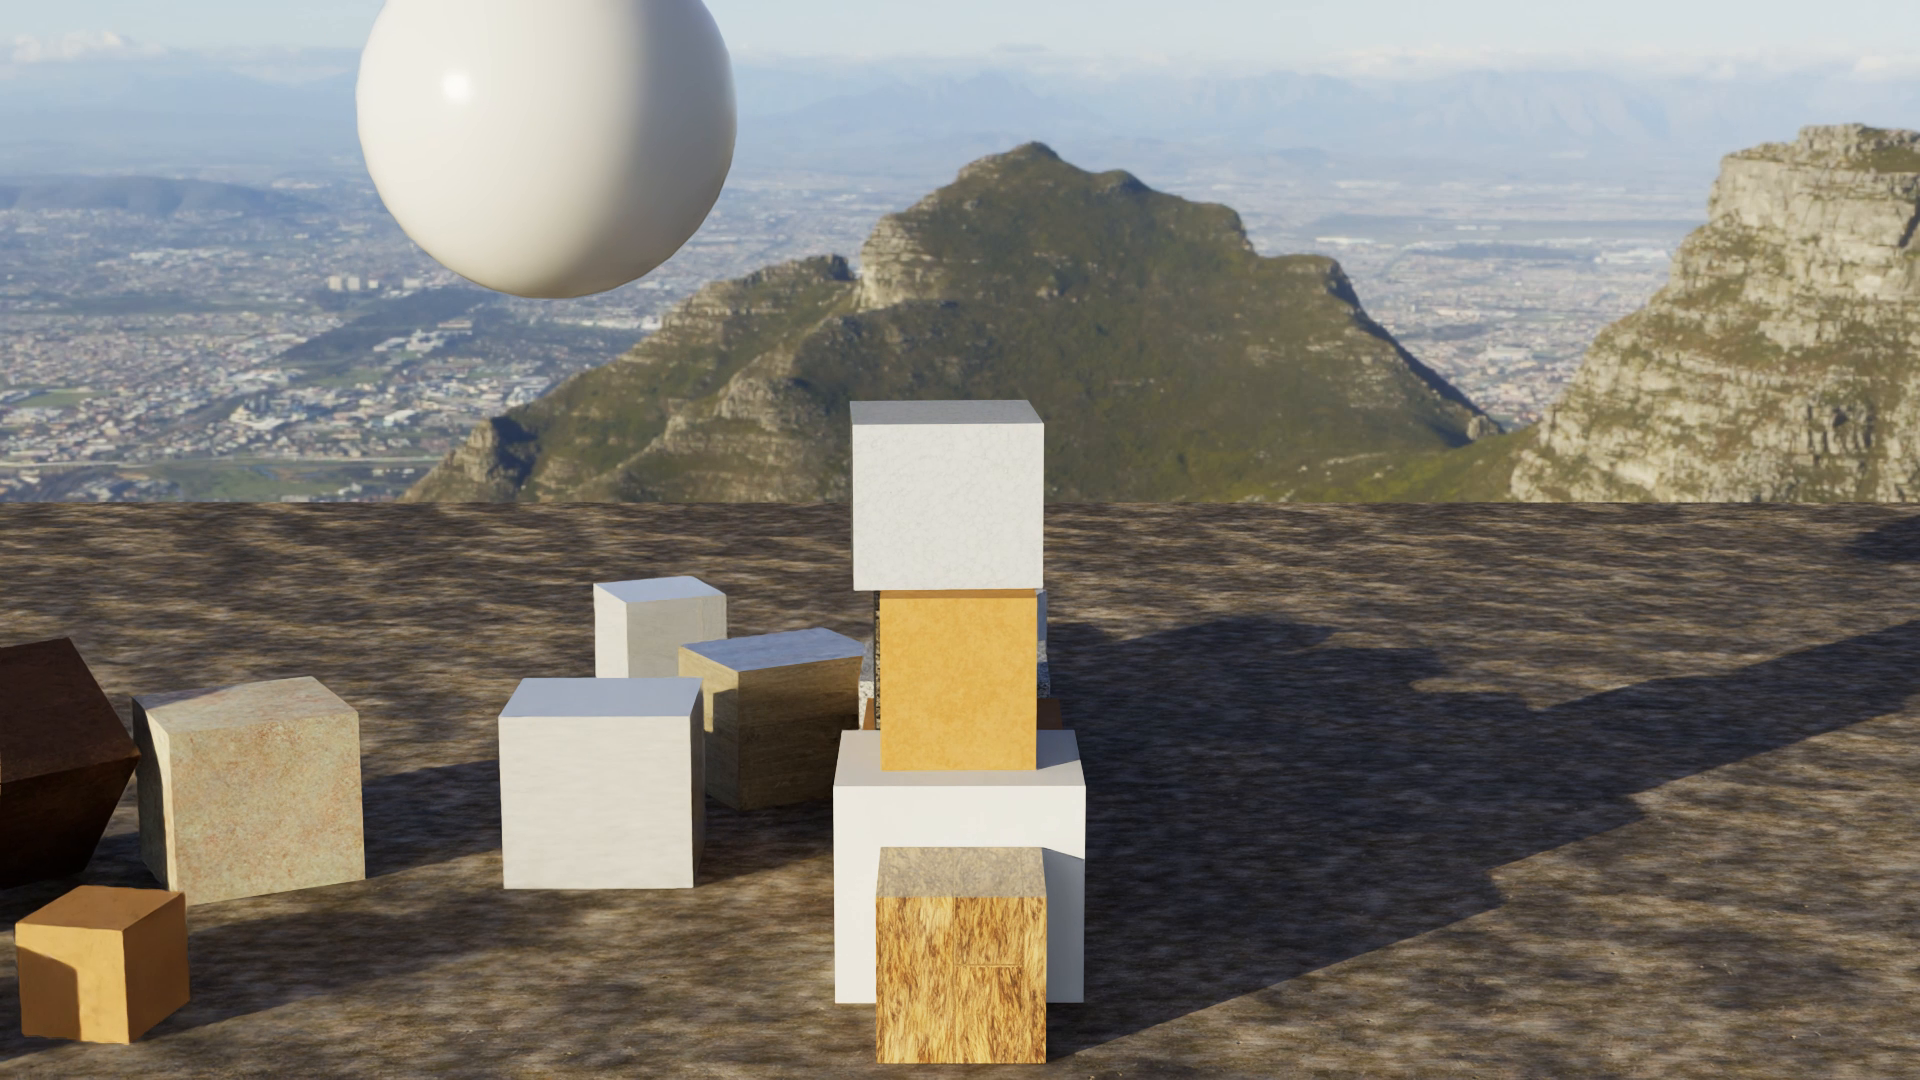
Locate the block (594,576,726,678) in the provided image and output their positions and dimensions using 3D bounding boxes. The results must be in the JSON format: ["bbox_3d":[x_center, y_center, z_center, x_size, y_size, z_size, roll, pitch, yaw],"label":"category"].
[{"bbox_3d":[-1.661,0.614,14.229,0.568,0.700,0.592,-5,11,-25],"label":"block"}]

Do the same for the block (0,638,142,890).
[{"bbox_3d":[-4.130,0.992,11.117,0.665,0.797,0.697,-10,53,-49],"label":"block"}]

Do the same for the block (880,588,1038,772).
[{"bbox_3d":[-0.011,0.503,10.116,0.598,0.677,0.592,0,10,-1],"label":"block"}]

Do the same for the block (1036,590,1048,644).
[{"bbox_3d":[0.034,0.603,14.584,0.721,0.596,0.638,5,11,26],"label":"block"}]

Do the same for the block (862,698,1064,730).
[{"bbox_3d":[0.012,1.159,11.008,0.847,0.780,0.845,0,10,0],"label":"block"}]

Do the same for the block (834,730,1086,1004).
[{"bbox_3d":[-0.005,1.274,10.160,0.950,0.857,0.844,0,10,0],"label":"block"}]

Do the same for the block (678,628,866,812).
[{"bbox_3d":[-0.884,0.880,12.782,0.812,0.694,0.672,-6,12,-30],"label":"block"}]

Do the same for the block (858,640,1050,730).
[{"bbox_3d":[-0.024,0.972,11.832,0.847,0.855,0.838,0,10,0],"label":"block"}]

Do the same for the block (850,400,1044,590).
[{"bbox_3d":[-0.065,-0.191,10.240,0.733,0.645,0.730,-1,10,-3],"label":"block"}]

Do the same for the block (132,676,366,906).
[{"bbox_3d":[-3.166,1.098,11.403,0.809,0.760,0.775,-6,12,-28],"label":"block"}]

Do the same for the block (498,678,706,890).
[{"bbox_3d":[-1.584,1.077,11.485,0.823,0.772,0.729,0,10,-1],"label":"block"}]

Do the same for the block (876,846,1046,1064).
[{"bbox_3d":[0.004,1.521,9.464,0.608,0.622,0.604,0,10,0],"label":"block"}]

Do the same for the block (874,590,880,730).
[{"bbox_3d":[-0.049,0.515,10.760,0.616,0.576,0.578,-1,10,-3],"label":"block"}]

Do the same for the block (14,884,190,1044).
[{"bbox_3d":[-3.208,1.586,9.623,0.429,0.436,0.463,2,11,11],"label":"block"}]

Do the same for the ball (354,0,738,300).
[{"bbox_3d":[-1.738,-1.820,10.849,1.600,1.600,1.600,0,10,0],"label":"ball"}]
